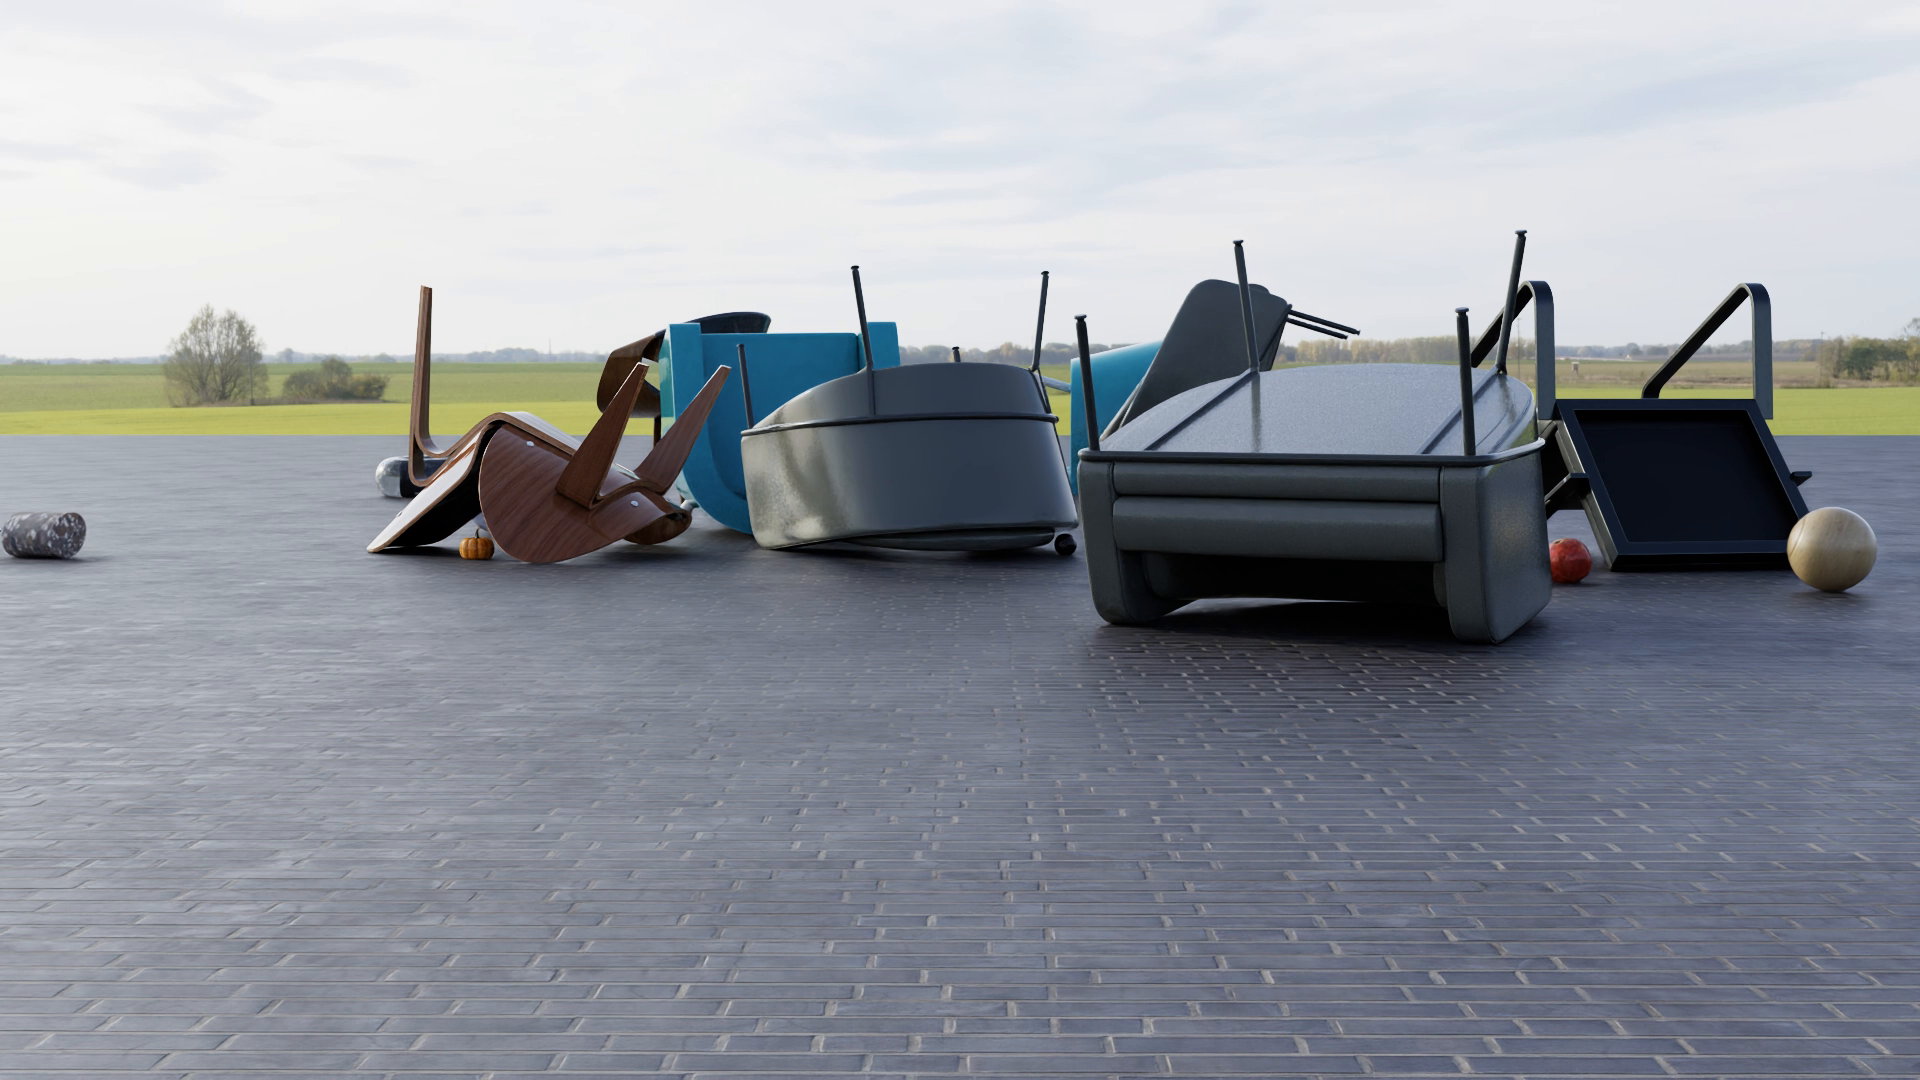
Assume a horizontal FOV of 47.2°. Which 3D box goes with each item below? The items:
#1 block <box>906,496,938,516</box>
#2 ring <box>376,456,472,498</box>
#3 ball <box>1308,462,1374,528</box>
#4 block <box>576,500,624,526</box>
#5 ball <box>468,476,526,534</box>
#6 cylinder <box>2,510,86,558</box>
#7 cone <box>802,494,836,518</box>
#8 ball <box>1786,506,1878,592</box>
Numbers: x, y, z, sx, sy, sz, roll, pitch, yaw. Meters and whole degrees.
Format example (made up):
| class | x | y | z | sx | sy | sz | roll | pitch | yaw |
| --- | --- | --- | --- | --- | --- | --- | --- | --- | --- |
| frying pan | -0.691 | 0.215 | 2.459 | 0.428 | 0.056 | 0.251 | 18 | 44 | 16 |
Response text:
| class | x | y | z | sx | sy | sz | roll | pitch | yaw |
| --- | --- | --- | --- | --- | --- | --- | --- | --- | --- |
| block | -0.138 | -0.126 | 7.909 | 0.079 | 0.064 | 0.115 | -2 | 4 | -25 |
| ring | -2.252 | -0.266 | 9.246 | 0.402 | 0.165 | 0.387 | -3 | 6 | -25 |
| ball | 1.235 | -0.148 | 7.137 | 0.213 | 0.213 | 0.213 | 0 | 4 | 0 |
| block | -1.195 | -0.091 | 7.293 | 0.131 | 0.078 | 0.154 | 0 | 4 | 1 |
| ball | -1.446 | -0.111 | 6.864 | 0.179 | 0.179 | 0.179 | 0 | 4 | 0 |
| cylinder | -2.450 | -0.015 | 5.882 | 0.172 | 0.113 | 0.134 | 2 | 41 | 24 |
| cone | -0.514 | -0.099 | 7.681 | 0.095 | 0.094 | 0.162 | -32 | 25 | -26 |
| ball | 1.935 | 0.020 | 4.881 | 0.188 | 0.188 | 0.188 | 0 | 4 | 0 |
